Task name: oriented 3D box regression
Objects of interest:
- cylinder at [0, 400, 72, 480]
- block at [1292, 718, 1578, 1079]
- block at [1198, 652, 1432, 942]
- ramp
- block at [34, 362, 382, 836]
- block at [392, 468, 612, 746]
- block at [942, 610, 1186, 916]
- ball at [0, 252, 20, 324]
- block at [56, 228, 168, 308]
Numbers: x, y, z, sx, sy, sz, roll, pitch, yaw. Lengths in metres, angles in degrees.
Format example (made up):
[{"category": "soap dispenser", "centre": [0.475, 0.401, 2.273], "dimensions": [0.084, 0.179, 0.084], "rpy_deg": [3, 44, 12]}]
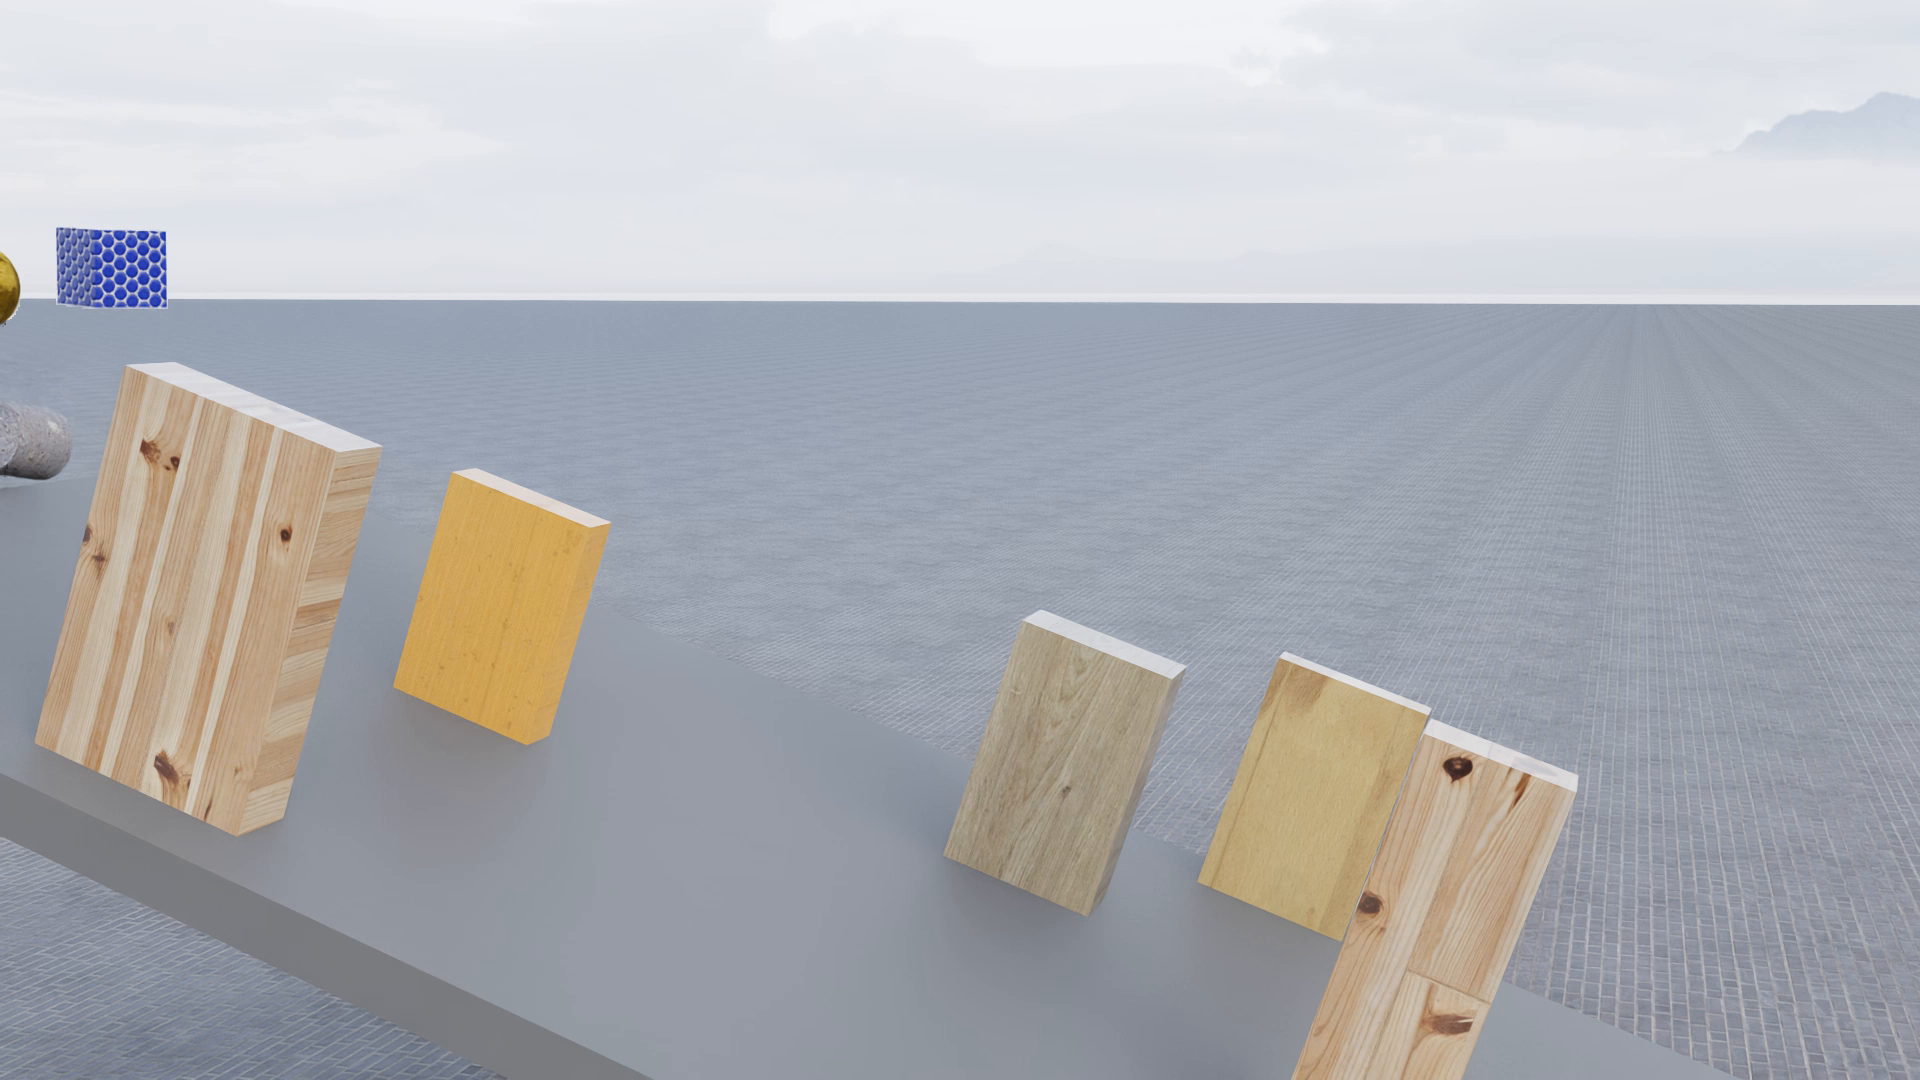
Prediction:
[{"category": "cylinder", "centre": [-2.082, -0.221, 4.853], "dimensions": [0.163, 0.163, 0.163], "rpy_deg": [2, -3, 19]}, {"category": "block", "centre": [0.718, 0.694, 3.476], "dimensions": [0.240, 0.780, 0.120], "rpy_deg": [21, 12, 14]}, {"category": "block", "centre": [0.765, 0.555, 4.765], "dimensions": [0.335, 0.536, 0.080], "rpy_deg": [21, 12, 14]}, {"category": "ramp", "centre": [-0.349, 0.651, 4.221], "dimensions": [4.000, 0.100, 2.000], "rpy_deg": [21, 12, 14]}, {"category": "block", "centre": [-1.230, 0.093, 3.586], "dimensions": [0.407, 0.662, 0.125], "rpy_deg": [21, 12, 14]}, {"category": "block", "centre": [-0.912, 0.130, 4.373], "dimensions": [0.313, 0.461, 0.094], "rpy_deg": [21, 12, 14]}, {"category": "block", "centre": [0.212, 0.449, 4.461], "dimensions": [0.321, 0.520, 0.148], "rpy_deg": [21, 12, 14]}, {"category": "ball", "centre": [-1.920, -0.491, 4.266], "dimensions": [0.180, 0.180, 0.180], "rpy_deg": [0, 7, 0]}, {"category": "block", "centre": [-1.815, -0.584, 4.706], "dimensions": [0.162, 0.162, 0.162], "rpy_deg": [9, 11, 40]}]
